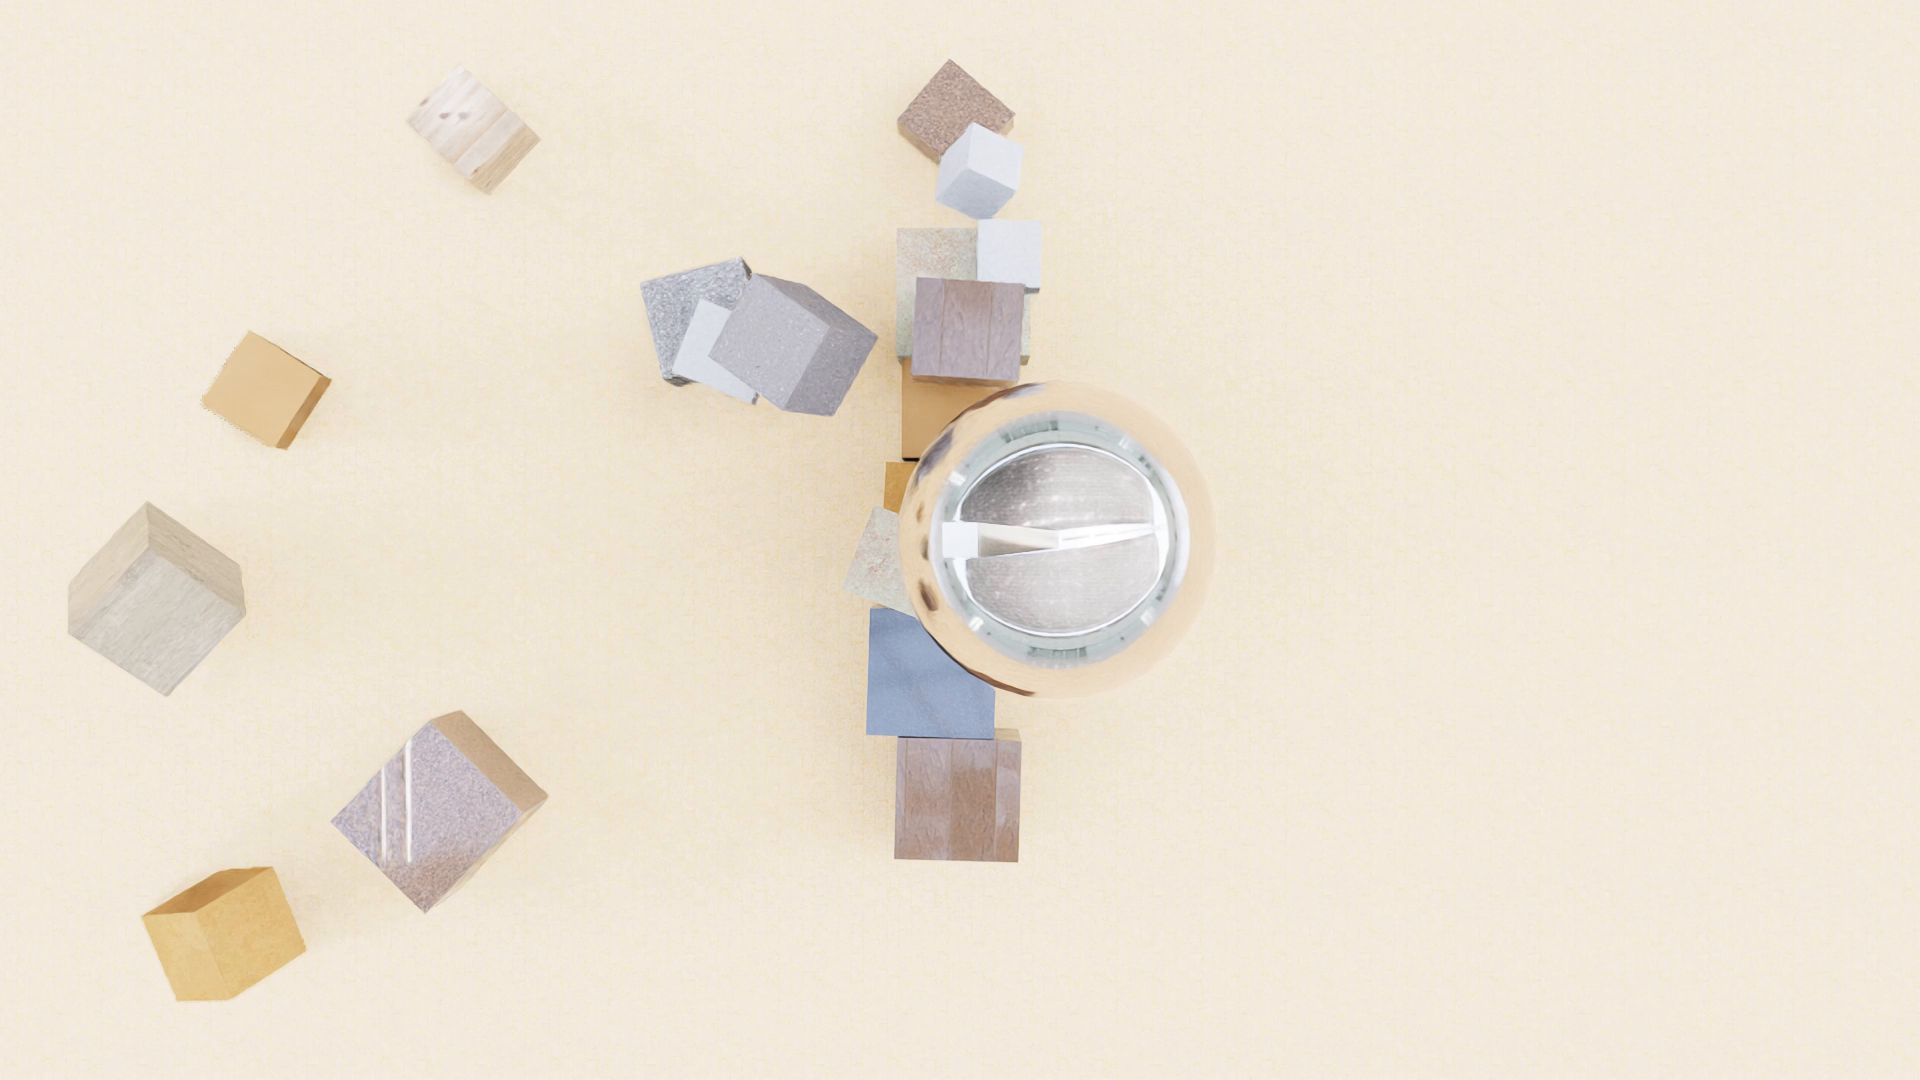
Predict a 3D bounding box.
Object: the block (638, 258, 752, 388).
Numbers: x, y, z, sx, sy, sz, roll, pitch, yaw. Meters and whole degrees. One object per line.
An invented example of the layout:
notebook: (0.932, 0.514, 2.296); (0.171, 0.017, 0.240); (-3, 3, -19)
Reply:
block: (-1.452, -1.249, 12.697); (0.597, 0.605, 0.563); (-14, 90, 0)

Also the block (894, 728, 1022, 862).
block: (-0.012, 1.442, 12.589); (0.691, 0.821, 0.674); (2, 90, 0)

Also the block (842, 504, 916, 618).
block: (-0.305, 0.129, 11.968); (0.514, 0.472, 0.482); (21, 90, 0)

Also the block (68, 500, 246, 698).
block: (-4.497, 0.326, 12.311); (0.652, 0.643, 0.657); (-46, 121, 4)

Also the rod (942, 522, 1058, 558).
rod: (0.209, 0.000, 7.600); (0.080, 5.200, 0.080); (0, 90, 5)

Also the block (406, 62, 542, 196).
block: (-2.822, -2.383, 12.781); (0.528, 0.439, 0.458); (43, 90, 0)

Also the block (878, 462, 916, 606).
block: (-0.095, -0.016, 12.602); (0.680, 0.795, 0.796); (4, 90, 0)

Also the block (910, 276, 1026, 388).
block: (0.041, -1.123, 11.996); (0.578, 0.586, 0.518); (4, 90, 0)

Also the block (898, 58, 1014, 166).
block: (-0.022, -2.424, 12.789); (0.494, 0.421, 0.461); (40, 90, 0)

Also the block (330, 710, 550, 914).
block: (-2.962, 1.541, 12.608); (0.738, 0.784, 0.785); (44, 90, 0)

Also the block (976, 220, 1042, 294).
block: (0.269, -1.560, 12.132); (0.349, 0.314, 0.367); (1, 90, 0)

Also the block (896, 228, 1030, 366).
block: (0.019, -1.389, 12.644); (0.750, 0.711, 0.713); (0, 90, 0)

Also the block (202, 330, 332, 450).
block: (-3.994, -0.859, 12.698); (0.469, 0.460, 0.488); (33, 86, -7)

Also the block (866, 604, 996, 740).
block: (-0.156, 0.745, 12.624); (0.715, 0.752, 0.706); (2, 90, 0)

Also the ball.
ball: (0.483, 0.000, 10.989); (1.600, 1.600, 1.600); (0, 90, 0)

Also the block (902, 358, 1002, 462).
block: (-0.017, -0.744, 12.685); (0.625, 0.629, 0.560); (0, 90, 0)

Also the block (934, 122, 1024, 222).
block: (0.109, -2.040, 12.265); (0.332, 0.354, 0.325); (22, 55, -22)

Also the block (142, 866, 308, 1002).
block: (-4.196, 2.246, 12.555); (0.511, 0.565, 0.542); (-10, 104, 36)

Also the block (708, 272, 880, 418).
block: (-0.876, -1.023, 11.612); (0.545, 0.531, 0.507); (36, 105, 22)

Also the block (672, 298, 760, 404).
block: (-1.285, -1.042, 12.197); (0.469, 0.385, 0.428); (22, 92, -2)
